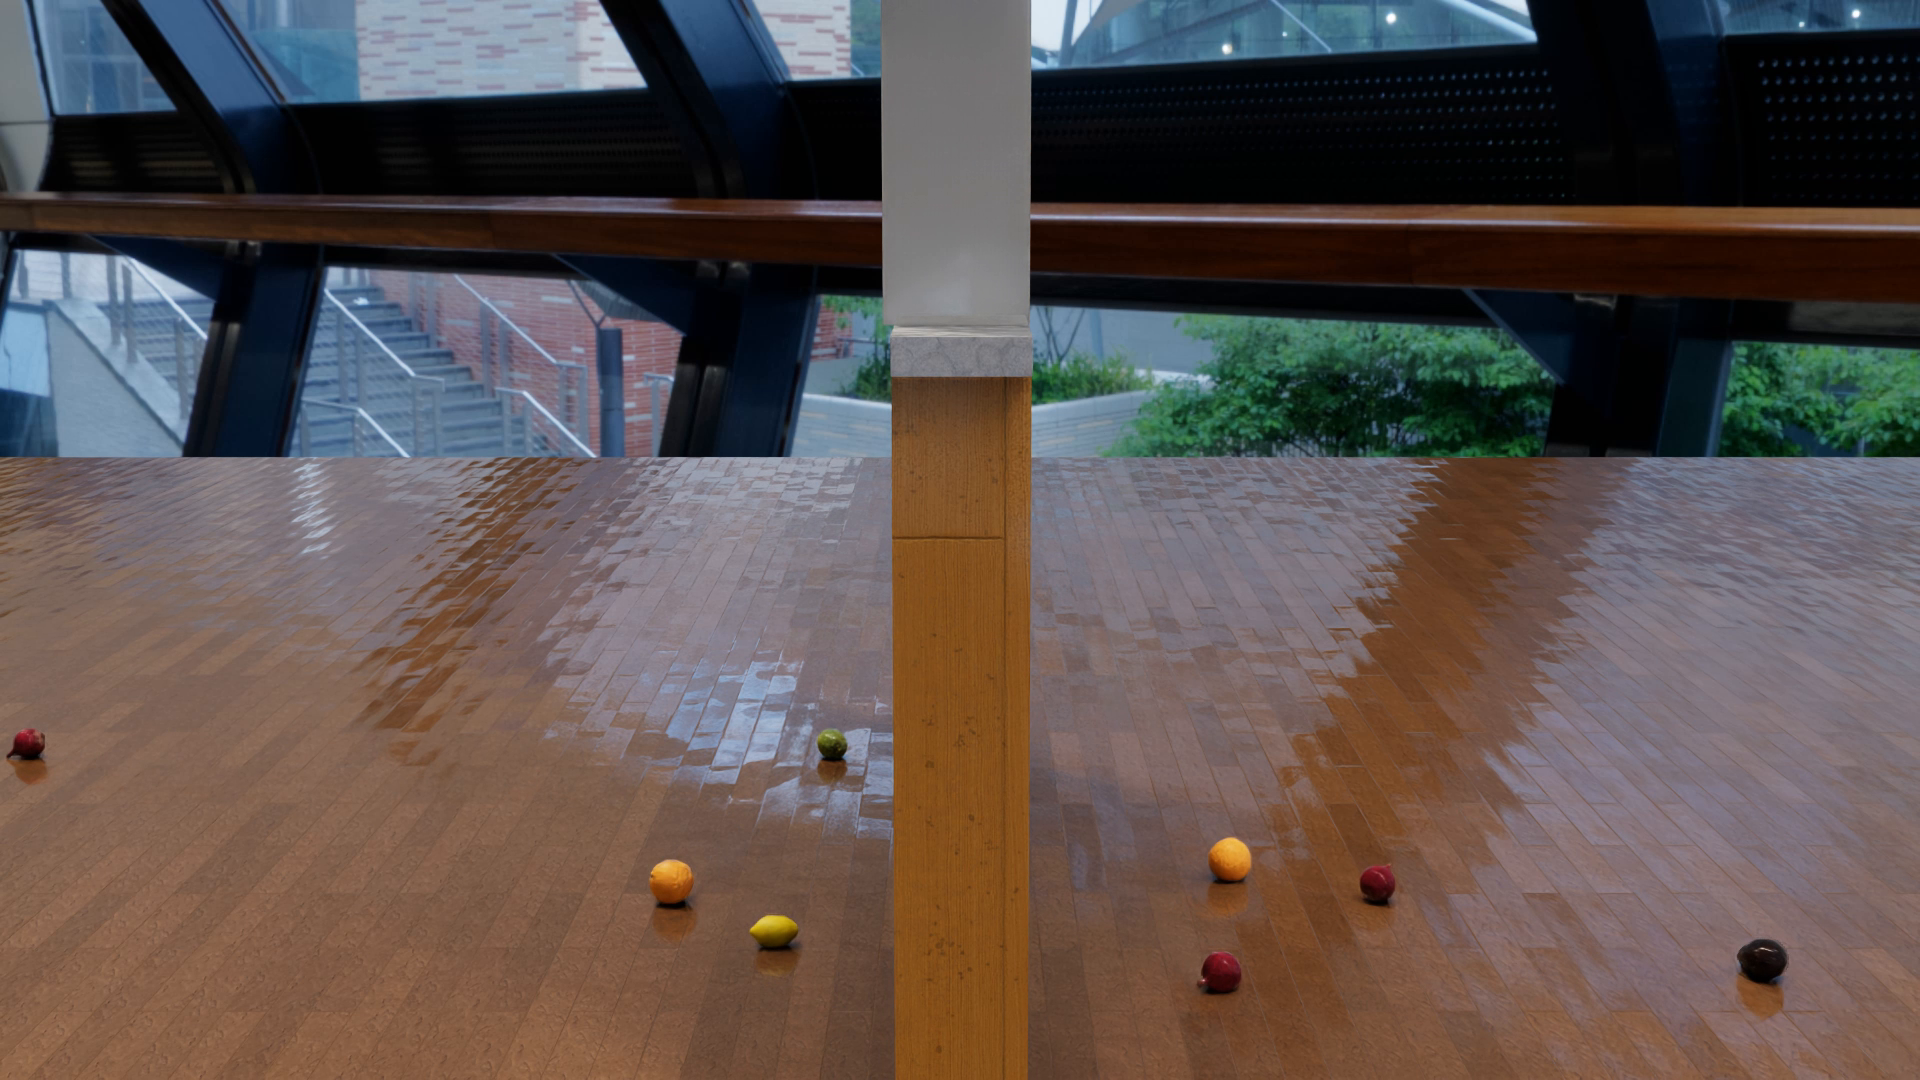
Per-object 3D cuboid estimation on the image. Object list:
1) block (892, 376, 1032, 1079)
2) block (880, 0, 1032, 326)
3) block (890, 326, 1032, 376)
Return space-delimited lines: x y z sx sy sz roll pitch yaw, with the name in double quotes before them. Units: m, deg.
"block" 0.002 0.289 2.611 0.160 0.979 0.045 0 10 0
"block" -0.004 -0.484 2.590 0.174 0.458 0.049 0 10 0
"block" 0.002 -0.234 2.622 0.160 0.045 0.319 0 10 0
